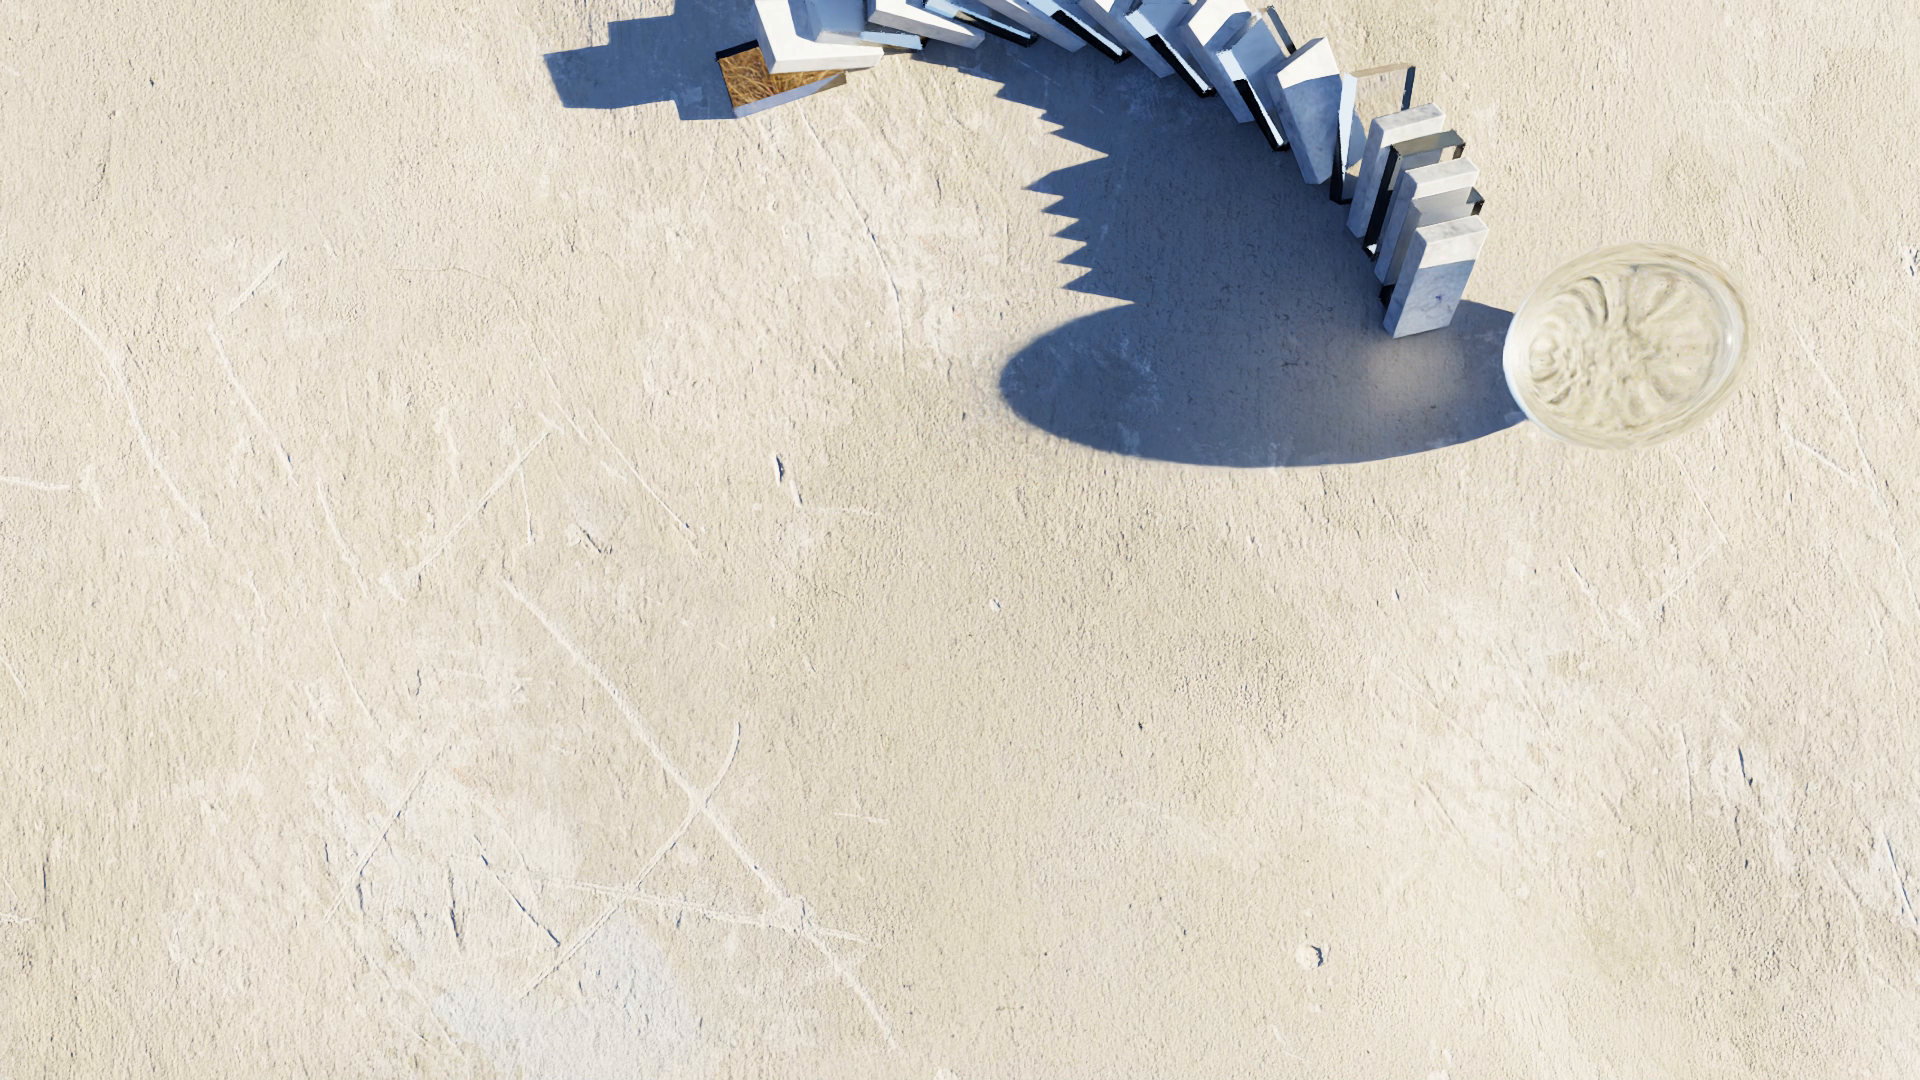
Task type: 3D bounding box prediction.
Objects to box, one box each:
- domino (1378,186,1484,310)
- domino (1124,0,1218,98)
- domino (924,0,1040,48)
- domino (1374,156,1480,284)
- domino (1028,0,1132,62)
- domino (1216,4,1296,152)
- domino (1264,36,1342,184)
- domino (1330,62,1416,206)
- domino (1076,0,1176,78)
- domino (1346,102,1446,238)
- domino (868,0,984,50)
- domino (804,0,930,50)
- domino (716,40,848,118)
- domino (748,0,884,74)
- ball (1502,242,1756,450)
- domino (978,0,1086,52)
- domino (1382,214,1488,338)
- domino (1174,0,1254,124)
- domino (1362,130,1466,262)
[{"bbox_3d":[0.193,-0.118,0.377,0.025,0.050,0.010,-13,56,0],"label":"domino"},{"bbox_3d":[0.095,-0.213,0.384,0.050,0.009,0.025,30,90,-29],"label":"domino"},{"bbox_3d":[0.011,-0.230,0.385,0.050,0.010,0.025,7,90,-26],"label":"domino"},{"bbox_3d":[0.191,-0.130,0.377,0.025,0.050,0.009,-13,56,0],"label":"domino"},{"bbox_3d":[0.054,-0.226,0.384,0.050,0.009,0.025,18,90,-28],"label":"domino"},{"bbox_3d":[0.131,-0.192,0.384,0.025,0.010,0.050,-47,119,0],"label":"domino"},{"bbox_3d":[0.149,-0.179,0.384,0.025,0.009,0.050,-37,118,0],"label":"domino"},{"bbox_3d":[0.170,-0.168,0.380,0.025,0.010,0.050,-13,128,-5],"label":"domino"},{"bbox_3d":[0.075,-0.221,0.384,0.050,0.009,0.025,25,90,-29],"label":"domino"},{"bbox_3d":[0.178,-0.151,0.377,0.025,0.050,0.010,-15,56,0],"label":"domino"},{"bbox_3d":[-0.014,-0.226,0.384,0.050,0.009,0.025,-1,90,-27],"label":"domino"},{"bbox_3d":[-0.039,-0.221,0.383,0.050,0.010,0.025,-13,88,-29],"label":"domino"},{"bbox_3d":[-0.077,-0.204,0.395,0.050,0.010,0.025,-18,90,0],"label":"domino"},{"bbox_3d":[-0.059,-0.210,0.382,0.050,0.010,0.025,-21,91,-29],"label":"domino"},{"bbox_3d":[0.260,-0.075,0.360,0.080,0.080,0.080,0,90,0],"label":"ball"},{"bbox_3d":[0.033,-0.229,0.384,0.050,0.010,0.025,12,90,-28],"label":"domino"},{"bbox_3d":[0.194,-0.107,0.377,0.025,0.050,0.010,-13,56,0],"label":"domino"},{"bbox_3d":[0.115,-0.204,0.384,0.050,0.010,0.025,40,90,-29],"label":"domino"},{"bbox_3d":[0.185,-0.140,0.377,0.025,0.050,0.009,-13,56,0],"label":"domino"}]
